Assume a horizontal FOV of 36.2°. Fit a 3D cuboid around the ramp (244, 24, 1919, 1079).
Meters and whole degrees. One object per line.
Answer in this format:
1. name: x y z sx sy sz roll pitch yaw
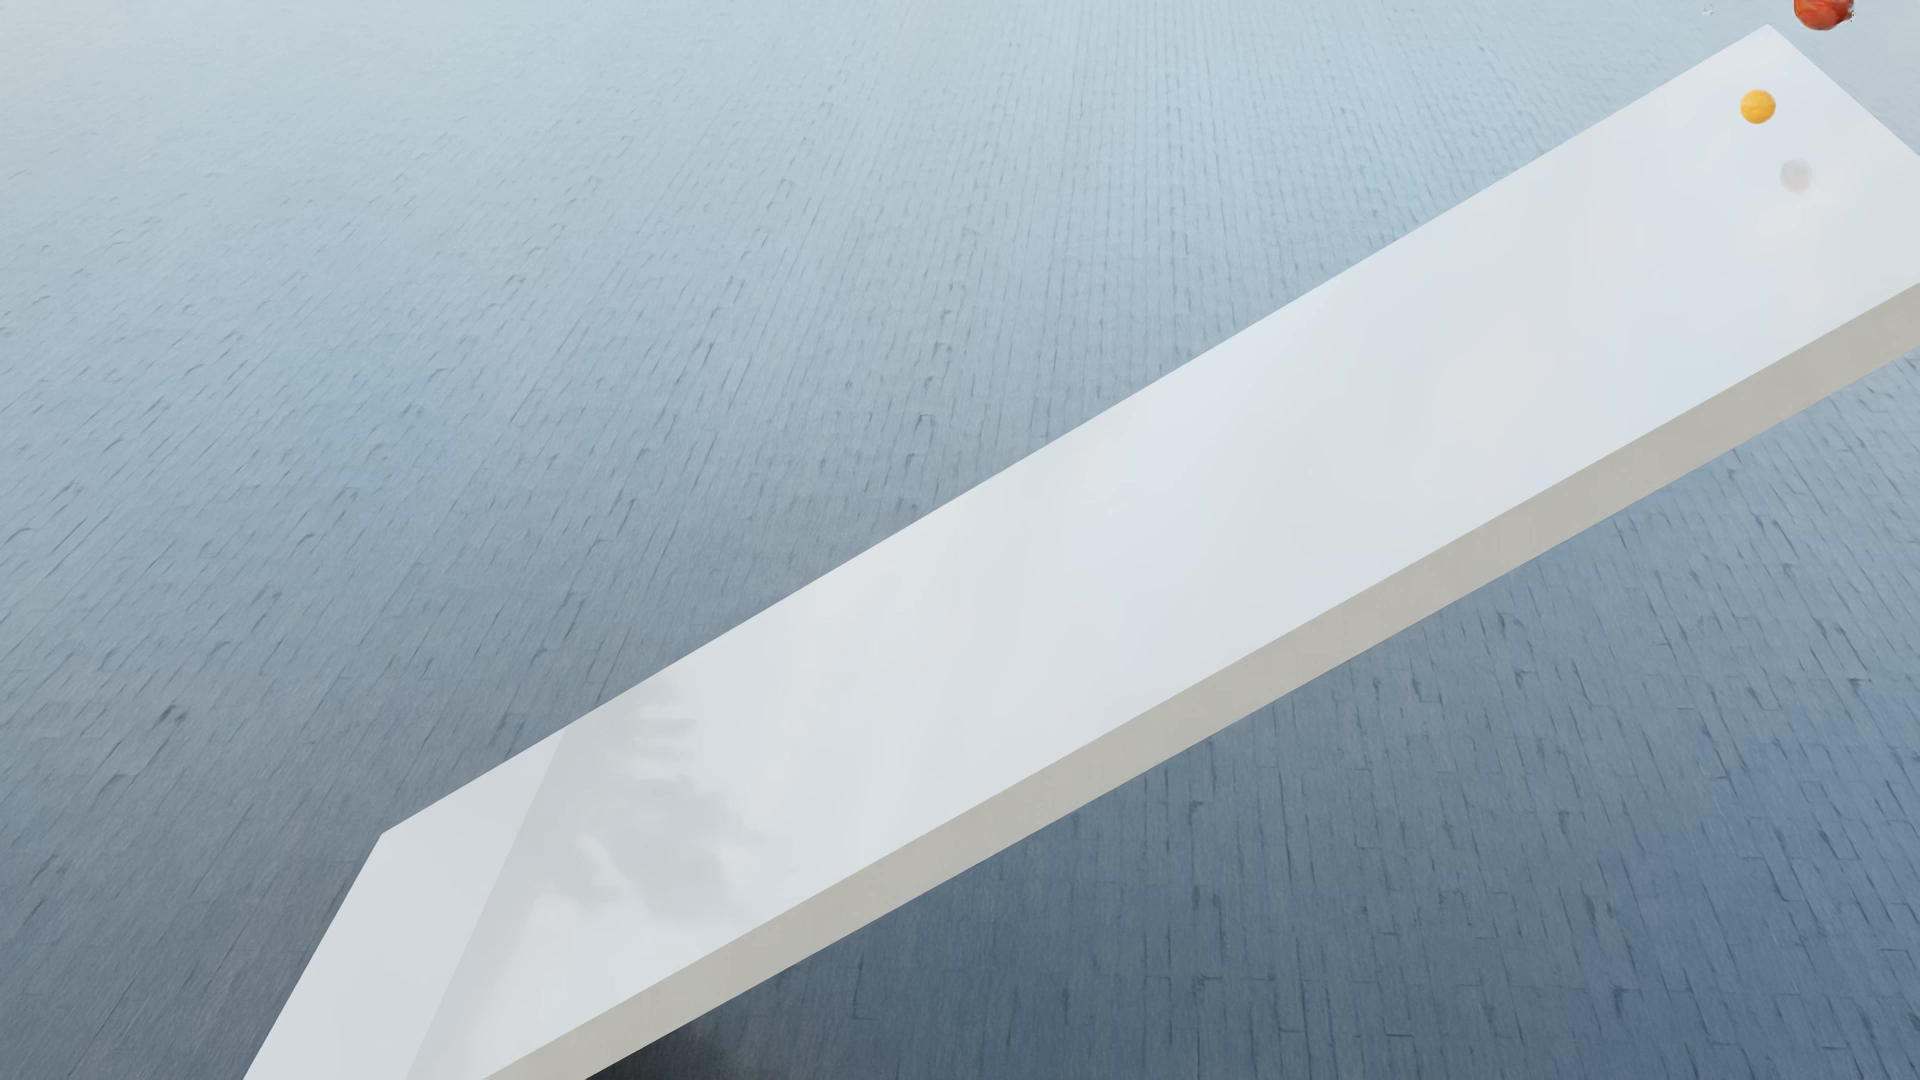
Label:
1. ramp: 0.140 0.170 6.292 4.000 0.100 2.000 -30 15 13
